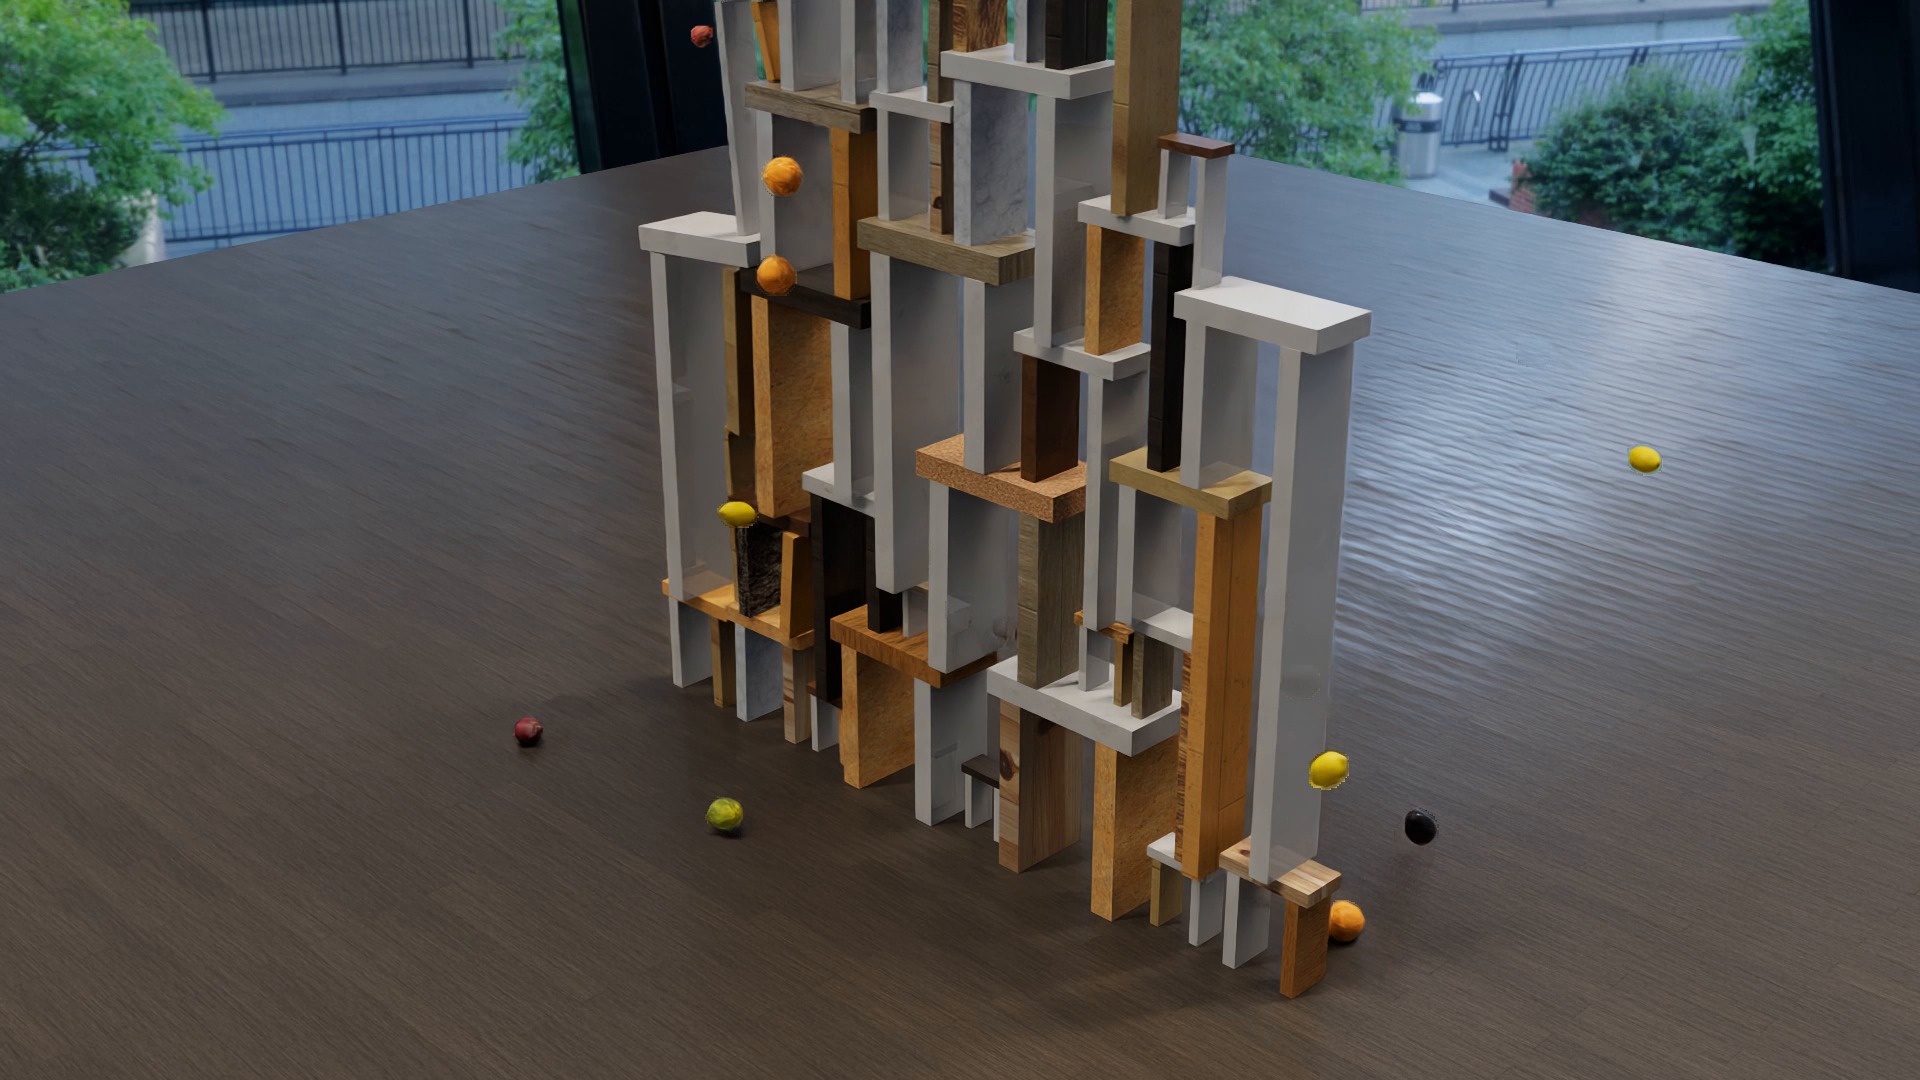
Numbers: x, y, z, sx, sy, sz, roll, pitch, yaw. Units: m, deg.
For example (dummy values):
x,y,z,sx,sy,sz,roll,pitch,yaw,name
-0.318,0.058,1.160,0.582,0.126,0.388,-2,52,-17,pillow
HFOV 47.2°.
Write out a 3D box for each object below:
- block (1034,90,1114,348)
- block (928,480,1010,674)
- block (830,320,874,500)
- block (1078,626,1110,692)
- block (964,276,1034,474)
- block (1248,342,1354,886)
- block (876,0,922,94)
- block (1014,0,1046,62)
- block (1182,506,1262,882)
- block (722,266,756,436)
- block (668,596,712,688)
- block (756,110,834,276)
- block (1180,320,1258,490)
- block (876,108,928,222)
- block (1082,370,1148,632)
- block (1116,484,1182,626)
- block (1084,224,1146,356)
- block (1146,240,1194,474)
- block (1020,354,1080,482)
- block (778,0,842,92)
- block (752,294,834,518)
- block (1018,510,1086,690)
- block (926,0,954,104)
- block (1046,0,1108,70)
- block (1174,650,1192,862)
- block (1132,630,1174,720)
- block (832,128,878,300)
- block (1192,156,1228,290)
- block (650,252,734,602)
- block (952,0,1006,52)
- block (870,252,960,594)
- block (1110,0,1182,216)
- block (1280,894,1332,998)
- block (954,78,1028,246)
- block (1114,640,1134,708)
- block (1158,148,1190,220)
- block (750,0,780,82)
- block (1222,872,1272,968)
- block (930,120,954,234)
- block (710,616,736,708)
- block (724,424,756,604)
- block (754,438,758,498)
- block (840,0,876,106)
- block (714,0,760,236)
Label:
x,y,z,sx,sy,sz,roll,pitch,yaw,name
0.193,-0.556,3.772,0.041,0.433,0.146,21,31,40,block
0.018,0.048,4.218,0.049,0.390,0.171,22,31,39,block
-0.167,-0.272,4.296,0.050,0.353,0.176,21,31,40,block
0.248,0.208,4.051,0.065,0.131,0.018,-21,31,-41,block
0.088,-0.316,3.989,0.051,0.360,0.180,21,31,40,block
0.566,0.126,3.663,0.143,0.964,0.040,-21,31,-41,block
-0.108,-0.907,3.952,0.027,0.191,0.095,19,29,36,block
0.139,-0.916,3.688,0.106,0.212,0.030,-21,31,-40,block
0.455,0.262,3.834,0.037,0.704,0.129,21,31,40,block
-0.395,-0.398,4.503,0.172,0.345,0.049,-15,26,-33,block
-0.601,0.214,4.975,0.031,0.219,0.109,21,31,40,block
-0.316,-0.687,4.278,0.045,0.320,0.160,22,31,40,block
0.432,-0.239,3.655,0.040,0.285,0.143,21,31,40,block
-0.104,-0.695,4.033,0.029,0.203,0.102,21,31,40,block
0.275,-0.077,3.896,0.118,0.478,0.033,-21,31,-40,block
0.333,0.009,3.859,0.129,0.258,0.037,-21,31,-40,block
0.265,-0.438,3.760,0.113,0.226,0.032,-21,31,-40,block
0.369,-0.316,3.693,0.113,0.397,0.032,-21,31,-40,block
0.163,-0.232,3.950,0.033,0.236,0.118,21,31,40,block
-0.280,-0.978,4.113,0.036,0.255,0.127,20,30,40,block
-0.334,-0.289,4.474,0.176,0.466,0.050,-21,31,-40,block
0.184,0.089,4.060,0.171,0.343,0.049,-21,31,-40,block
-0.014,-0.872,3.870,0.027,0.191,0.095,22,31,38,block
0.193,-0.906,3.631,0.034,0.239,0.120,19,30,38,block
0.427,0.377,3.924,0.085,0.422,0.024,-21,31,-41,block
0.347,0.230,3.949,0.085,0.170,0.024,-21,31,-41,block
-0.164,-0.626,4.140,0.160,0.320,0.045,-21,31,-41,block
0.405,-0.517,3.562,0.016,0.218,0.057,22,31,40,block
-0.561,-0.254,4.724,0.049,0.778,0.172,21,31,40,block
0.034,-0.953,3.775,0.030,0.212,0.106,18,29,38,block
-0.083,-0.237,4.209,0.051,0.675,0.180,21,31,40,block
0.304,-0.761,3.566,0.120,0.456,0.034,-20,30,-39,block
0.608,0.700,3.864,0.097,0.193,0.027,-21,31,-41,block
0.055,-0.676,3.874,0.041,0.292,0.146,21,31,40,block
0.309,0.232,3.994,0.065,0.130,0.018,-21,31,-41,block
0.350,-0.586,3.591,0.016,0.114,0.057,23,32,39,block
-0.349,-0.956,4.194,0.021,0.149,0.075,0,16,46,block
0.517,0.664,3.948,0.027,0.194,0.097,21,31,41,block
-0.008,-0.659,3.946,0.029,0.203,0.102,21,31,40,block
-0.497,0.254,4.882,0.109,0.219,0.031,-20,30,-39,block
-0.462,-0.060,4.710,0.066,0.401,0.019,-17,26,-34,block
-0.395,-0.155,4.588,0.066,0.131,0.019,-15,25,-33,block
-0.159,-0.932,4.007,0.036,0.255,0.127,21,30,39,block
-0.426,-0.846,4.323,0.021,0.487,0.075,14,26,42,block
